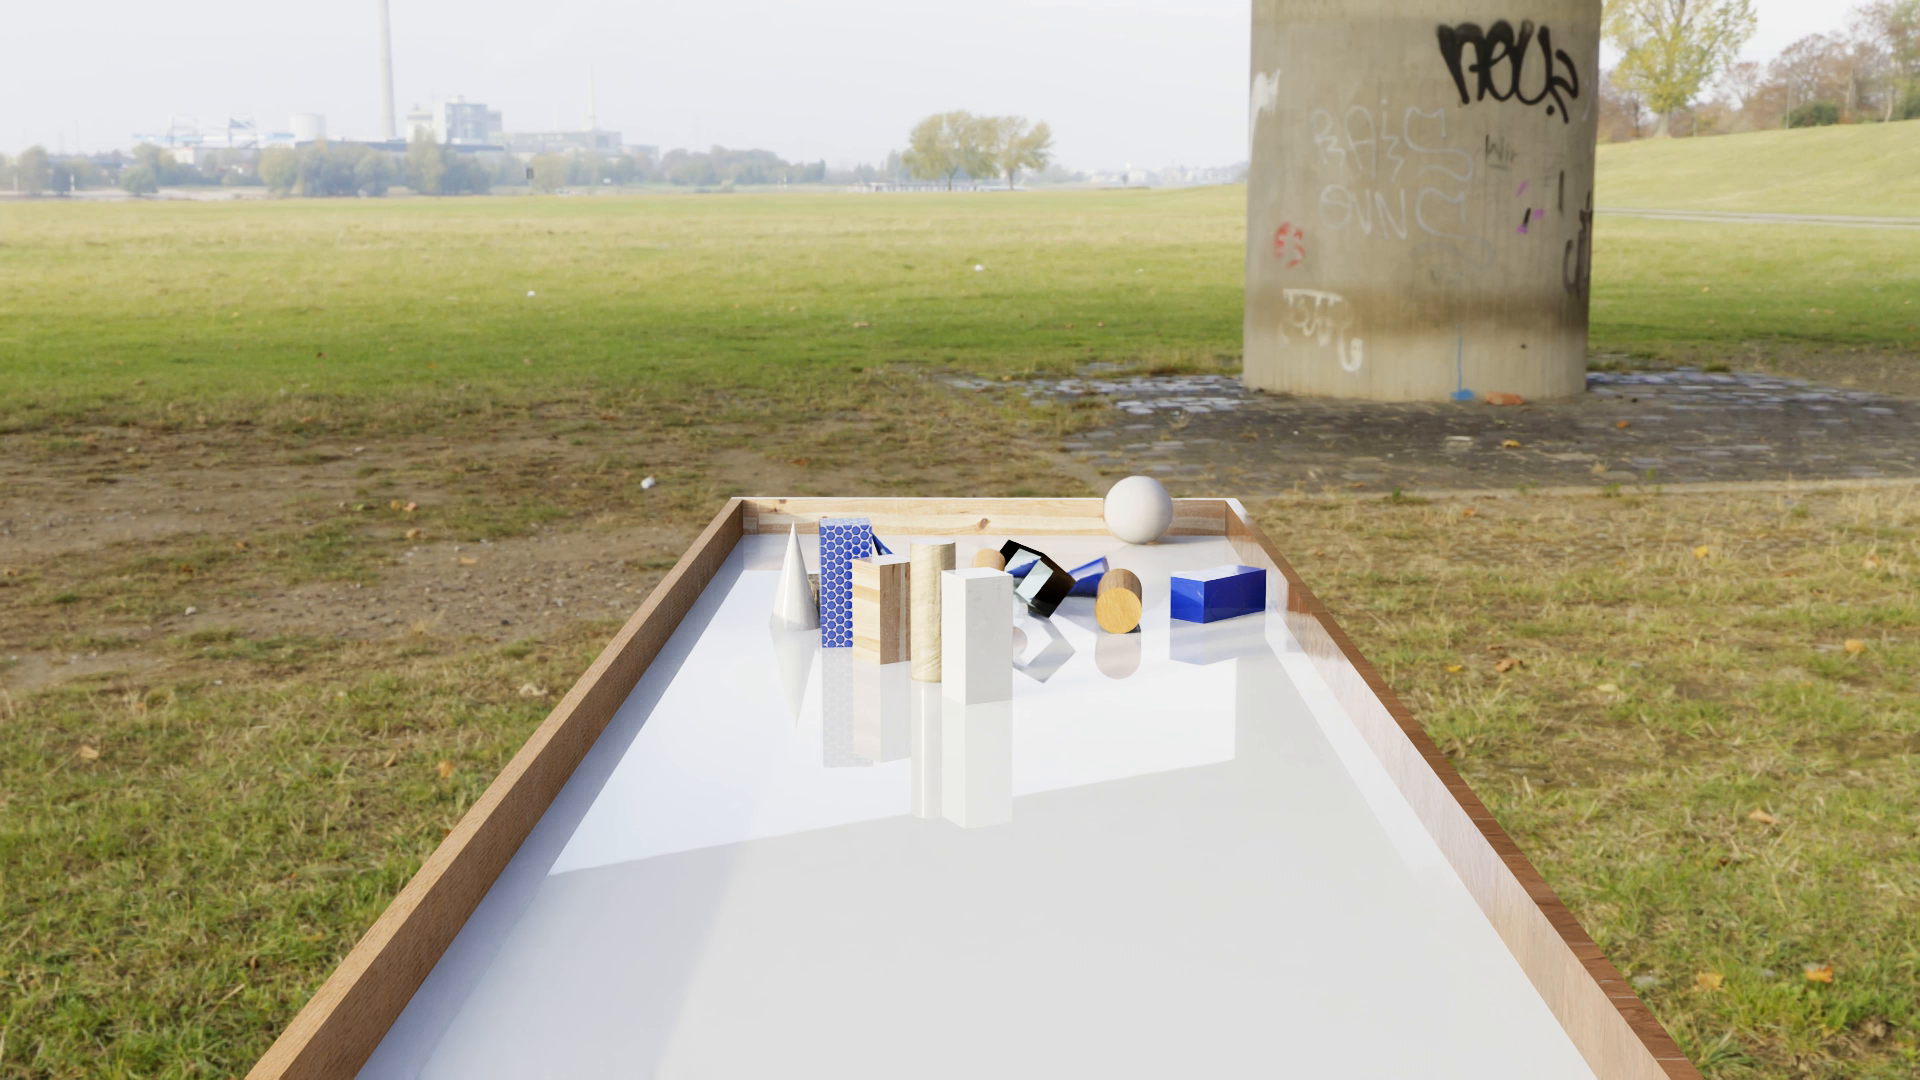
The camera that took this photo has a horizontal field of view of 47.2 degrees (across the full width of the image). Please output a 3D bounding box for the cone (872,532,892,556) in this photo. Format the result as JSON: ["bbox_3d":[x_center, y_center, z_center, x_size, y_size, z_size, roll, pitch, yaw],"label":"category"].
[{"bbox_3d":[-0.187,0.124,6.899,0.163,0.163,0.447,-7,52,-38],"label":"cone"}]

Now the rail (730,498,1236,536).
[{"bbox_3d":[0.099,-0.098,9.147,2.100,0.150,0.050,0,9,1],"label":"rail"}]

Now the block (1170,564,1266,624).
[{"bbox_3d":[0.873,0.180,7.420,0.142,0.142,0.339,9,13,44],"label":"block"}]

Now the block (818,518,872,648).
[{"bbox_3d":[-0.361,0.133,6.936,0.159,0.387,0.159,-1,9,-6],"label":"block"}]

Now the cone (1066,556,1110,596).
[{"bbox_3d":[0.360,0.159,7.775,0.334,0.146,0.146,-11,7,12],"label":"cone"}]

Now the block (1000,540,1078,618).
[{"bbox_3d":[0.233,0.130,7.479,0.158,0.158,0.319,40,-6,-21],"label":"block"}]

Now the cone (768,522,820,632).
[{"bbox_3d":[-0.542,0.110,7.194,0.172,0.351,0.172,0,9,0],"label":"cone"}]

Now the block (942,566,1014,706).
[{"bbox_3d":[0.048,0.268,6.182,0.149,0.356,0.149,-4,10,-26],"label":"block"}]

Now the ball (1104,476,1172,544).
[{"bbox_3d":[0.721,-0.122,8.887,0.279,0.279,0.279,0,9,0],"label":"ball"}]

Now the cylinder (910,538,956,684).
[{"bbox_3d":[-0.078,0.204,6.421,0.133,0.407,0.133,0,9,0],"label":"cylinder"}]

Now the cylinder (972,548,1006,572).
[{"bbox_3d":[0.080,0.171,7.166,0.111,0.111,0.378,1,30,5],"label":"cylinder"}]

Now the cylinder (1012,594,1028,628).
[{"bbox_3d":[0.103,0.206,7.374,0.106,0.106,0.384,-4,10,-21],"label":"cylinder"}]

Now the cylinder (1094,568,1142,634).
[{"bbox_3d":[0.526,0.199,7.272,0.151,0.151,0.372,1,9,5],"label":"cylinder"}]

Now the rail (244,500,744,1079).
[{"bbox_3d":[-1.004,0.839,3.234,0.050,0.150,12.000,0,9,1],"label":"rail"}]

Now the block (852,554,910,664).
[{"bbox_3d":[-0.225,0.210,6.710,0.147,0.304,0.147,-7,11,-36],"label":"block"}]

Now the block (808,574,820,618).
[{"bbox_3d":[-0.440,0.201,7.404,0.106,0.106,0.429,-2,9,-12],"label":"block"}]

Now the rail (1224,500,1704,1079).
[{"bbox_3d":[1.046,0.843,3.208,0.050,0.150,12.000,0,9,1],"label":"rail"}]
